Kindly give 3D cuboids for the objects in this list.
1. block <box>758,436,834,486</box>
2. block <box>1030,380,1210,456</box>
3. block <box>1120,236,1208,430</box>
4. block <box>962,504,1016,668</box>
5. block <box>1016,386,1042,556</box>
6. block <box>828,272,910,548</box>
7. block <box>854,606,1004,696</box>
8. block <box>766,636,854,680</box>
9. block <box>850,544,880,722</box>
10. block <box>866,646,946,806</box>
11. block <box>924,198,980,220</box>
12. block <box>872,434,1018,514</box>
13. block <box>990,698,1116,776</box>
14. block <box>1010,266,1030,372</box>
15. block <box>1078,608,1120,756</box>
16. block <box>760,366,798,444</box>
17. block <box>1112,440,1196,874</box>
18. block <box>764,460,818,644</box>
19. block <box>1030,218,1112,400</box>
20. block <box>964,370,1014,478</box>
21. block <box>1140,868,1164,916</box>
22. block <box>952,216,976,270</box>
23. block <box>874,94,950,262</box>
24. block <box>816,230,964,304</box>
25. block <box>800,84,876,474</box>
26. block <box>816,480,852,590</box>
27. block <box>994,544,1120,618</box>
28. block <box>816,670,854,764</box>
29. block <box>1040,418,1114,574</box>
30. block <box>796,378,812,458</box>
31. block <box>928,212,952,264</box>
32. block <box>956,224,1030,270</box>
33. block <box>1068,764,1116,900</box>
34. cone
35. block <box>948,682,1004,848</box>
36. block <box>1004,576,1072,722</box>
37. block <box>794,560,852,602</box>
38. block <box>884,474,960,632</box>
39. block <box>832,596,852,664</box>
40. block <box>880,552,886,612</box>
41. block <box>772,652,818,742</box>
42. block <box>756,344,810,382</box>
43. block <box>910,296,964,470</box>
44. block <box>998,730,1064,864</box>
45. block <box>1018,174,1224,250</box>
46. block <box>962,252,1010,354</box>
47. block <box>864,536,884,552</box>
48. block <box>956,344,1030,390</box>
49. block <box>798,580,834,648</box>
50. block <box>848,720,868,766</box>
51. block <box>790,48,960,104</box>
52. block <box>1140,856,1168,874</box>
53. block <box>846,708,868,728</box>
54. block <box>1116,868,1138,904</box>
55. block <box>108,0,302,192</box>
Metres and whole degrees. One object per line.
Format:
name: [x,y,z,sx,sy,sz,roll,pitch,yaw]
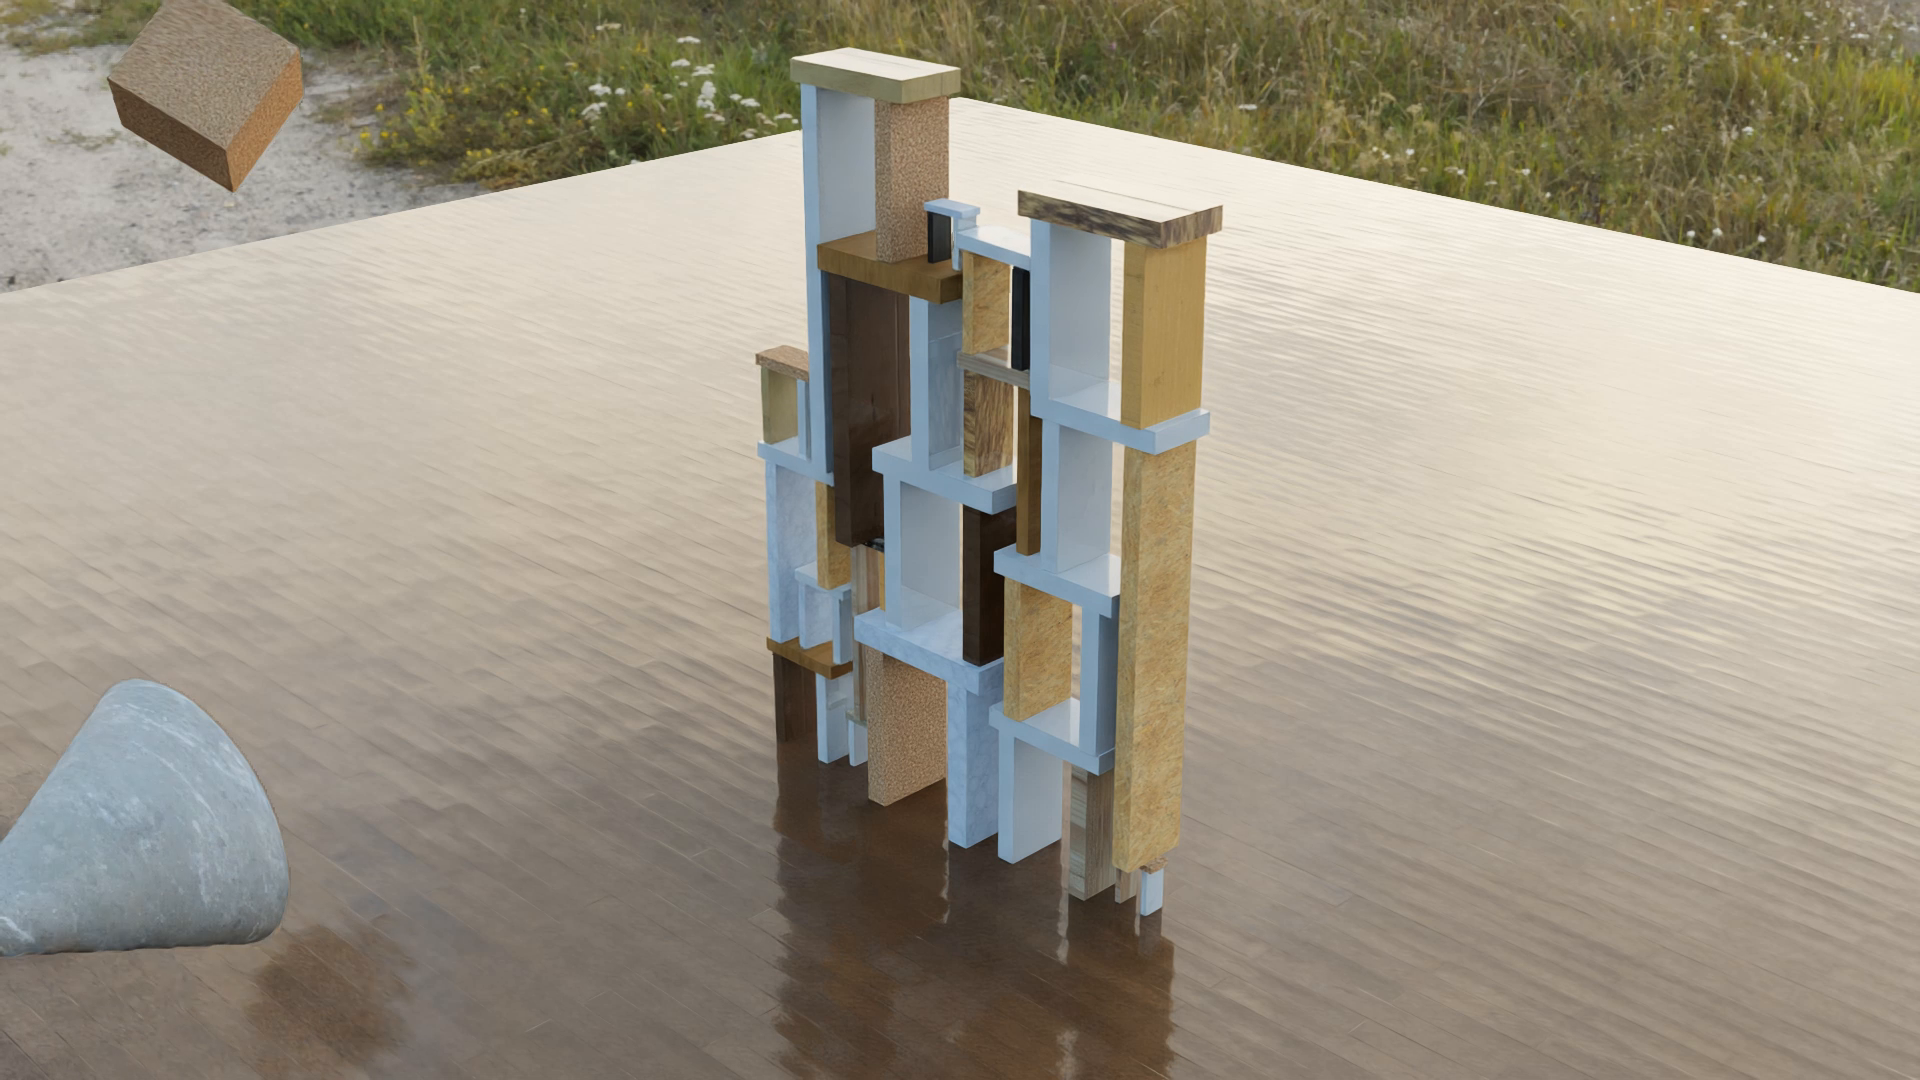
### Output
block: [-0.292,-0.170,4.476,0.234,0.033,0.117,22,32,40]
block: [0.277,-0.221,3.832,0.144,0.041,0.288,-22,31,-40]
block: [0.342,-0.359,3.698,0.159,0.318,0.045,-22,31,-40]
block: [0.078,0.065,4.175,0.046,0.321,0.161,21,31,41]
block: [0.150,-0.136,4.009,0.102,0.321,0.029,-21,31,-41]
block: [-0.173,-0.268,4.294,0.047,0.552,0.165,21,31,40]
block: [-0.026,0.200,4.331,0.349,0.049,0.175,21,31,41]
block: [-0.303,0.234,4.648,0.204,0.029,0.102,22,32,40]
block: [-0.192,0.179,4.512,0.018,0.405,0.063,21,31,40]
block: [-0.108,0.352,4.485,0.049,0.349,0.175,21,31,41]
block: [-0.014,-0.601,3.987,0.096,0.014,0.048,21,31,40]
block: [0.002,-0.133,4.173,0.321,0.046,0.161,21,31,41]
block: [0.204,0.355,4.156,0.280,0.040,0.140,21,31,41]
block: [0.134,-0.403,3.913,0.094,0.187,0.027,-21,31,-40]
block: [0.283,0.238,4.013,0.041,0.288,0.144,21,31,41]
block: [-0.367,-0.285,4.493,0.023,0.163,0.081,20,30,40]
block: [0.346,0.206,3.939,0.144,0.828,0.041,-21,31,-40]
block: [-0.348,0.011,4.612,0.033,0.408,0.117,22,31,40]
block: [0.193,-0.417,3.837,0.159,0.318,0.045,-22,31,-40]
block: [0.053,-0.227,4.074,0.102,0.204,0.029,-21,31,-41]
block: [0.359,0.651,4.106,0.047,0.095,0.013,-21,31,-41]
block: [0.008,-0.542,3.988,0.014,0.096,0.048,21,31,40]
block: [-0.087,-0.671,4.035,0.042,0.297,0.148,21,31,40]
block: [-0.095,-0.513,4.105,0.330,0.047,0.165,21,31,40]
block: [-0.227,-0.508,4.253,0.042,0.766,0.149,21,31,41]
block: [-0.237,-0.025,4.479,0.117,0.234,0.033,-21,32,-40]
block: [0.215,0.060,4.012,0.288,0.041,0.144,21,31,41]
block: [-0.254,0.361,4.649,0.029,0.204,0.102,21,31,41]
block: [0.211,-0.096,3.959,0.144,0.288,0.041,-21,31,-41]
block: [-0.288,-0.254,4.422,0.023,0.163,0.081,21,31,39]
block: [-0.037,-0.559,4.030,0.014,0.096,0.048,21,31,40]
block: [0.092,-0.521,3.910,0.187,0.027,0.094,24,32,39]
block: [0.270,0.528,4.158,0.040,0.280,0.140,21,31,41]
cone: [-0.857,0.327,2.097,0.294,0.294,0.294,15,29,31]
block: [0.056,0.416,4.333,0.049,0.349,0.175,21,31,41]
block: [0.148,0.185,4.138,0.041,0.288,0.144,21,31,41]
block: [-0.264,0.082,4.552,0.076,0.022,0.152,-21,32,-40]
block: [-0.074,0.006,4.315,0.161,0.321,0.046,-21,31,-41]
block: [-0.228,0.176,4.555,0.076,0.152,0.022,-21,31,-40]
block: [-0.132,0.074,4.403,0.063,0.127,0.018,-21,31,-41]
block: [-0.351,0.323,4.738,0.029,0.204,0.102,21,31,41]
block: [-0.326,-0.355,4.421,0.163,0.023,0.081,21,31,39]
block: [-0.016,-0.310,4.108,0.165,0.330,0.047,-21,31,-41]
block: [0.138,0.477,4.279,0.040,0.280,0.140,21,31,41]
block: [0.267,-0.555,3.696,0.159,0.045,0.318,-22,31,-40]
block: [0.048,-0.438,3.996,0.094,0.187,0.027,-20,31,-39]
block: [-0.162,-0.004,4.402,0.127,0.018,0.063,21,31,40]
block: [0.102,-0.316,3.987,0.102,0.029,0.204,-21,31,-40]
block: [-0.301,0.147,4.621,0.076,0.152,0.022,-18,30,-36]
block: [-0.209,0.420,4.636,0.015,0.105,0.053,21,31,41]
block: [-0.157,-0.853,4.030,0.297,0.042,0.148,21,31,40]
block: [0.336,0.593,4.105,0.047,0.013,0.095,-21,31,-40]
block: [-0.184,0.374,4.590,0.053,0.015,0.105,-21,31,-40]
block: [0.314,0.633,4.147,0.047,0.095,0.013,-21,31,-41]
block: [-1.714,-1.034,5.020,0.292,0.292,0.292,31,-17,-7]
